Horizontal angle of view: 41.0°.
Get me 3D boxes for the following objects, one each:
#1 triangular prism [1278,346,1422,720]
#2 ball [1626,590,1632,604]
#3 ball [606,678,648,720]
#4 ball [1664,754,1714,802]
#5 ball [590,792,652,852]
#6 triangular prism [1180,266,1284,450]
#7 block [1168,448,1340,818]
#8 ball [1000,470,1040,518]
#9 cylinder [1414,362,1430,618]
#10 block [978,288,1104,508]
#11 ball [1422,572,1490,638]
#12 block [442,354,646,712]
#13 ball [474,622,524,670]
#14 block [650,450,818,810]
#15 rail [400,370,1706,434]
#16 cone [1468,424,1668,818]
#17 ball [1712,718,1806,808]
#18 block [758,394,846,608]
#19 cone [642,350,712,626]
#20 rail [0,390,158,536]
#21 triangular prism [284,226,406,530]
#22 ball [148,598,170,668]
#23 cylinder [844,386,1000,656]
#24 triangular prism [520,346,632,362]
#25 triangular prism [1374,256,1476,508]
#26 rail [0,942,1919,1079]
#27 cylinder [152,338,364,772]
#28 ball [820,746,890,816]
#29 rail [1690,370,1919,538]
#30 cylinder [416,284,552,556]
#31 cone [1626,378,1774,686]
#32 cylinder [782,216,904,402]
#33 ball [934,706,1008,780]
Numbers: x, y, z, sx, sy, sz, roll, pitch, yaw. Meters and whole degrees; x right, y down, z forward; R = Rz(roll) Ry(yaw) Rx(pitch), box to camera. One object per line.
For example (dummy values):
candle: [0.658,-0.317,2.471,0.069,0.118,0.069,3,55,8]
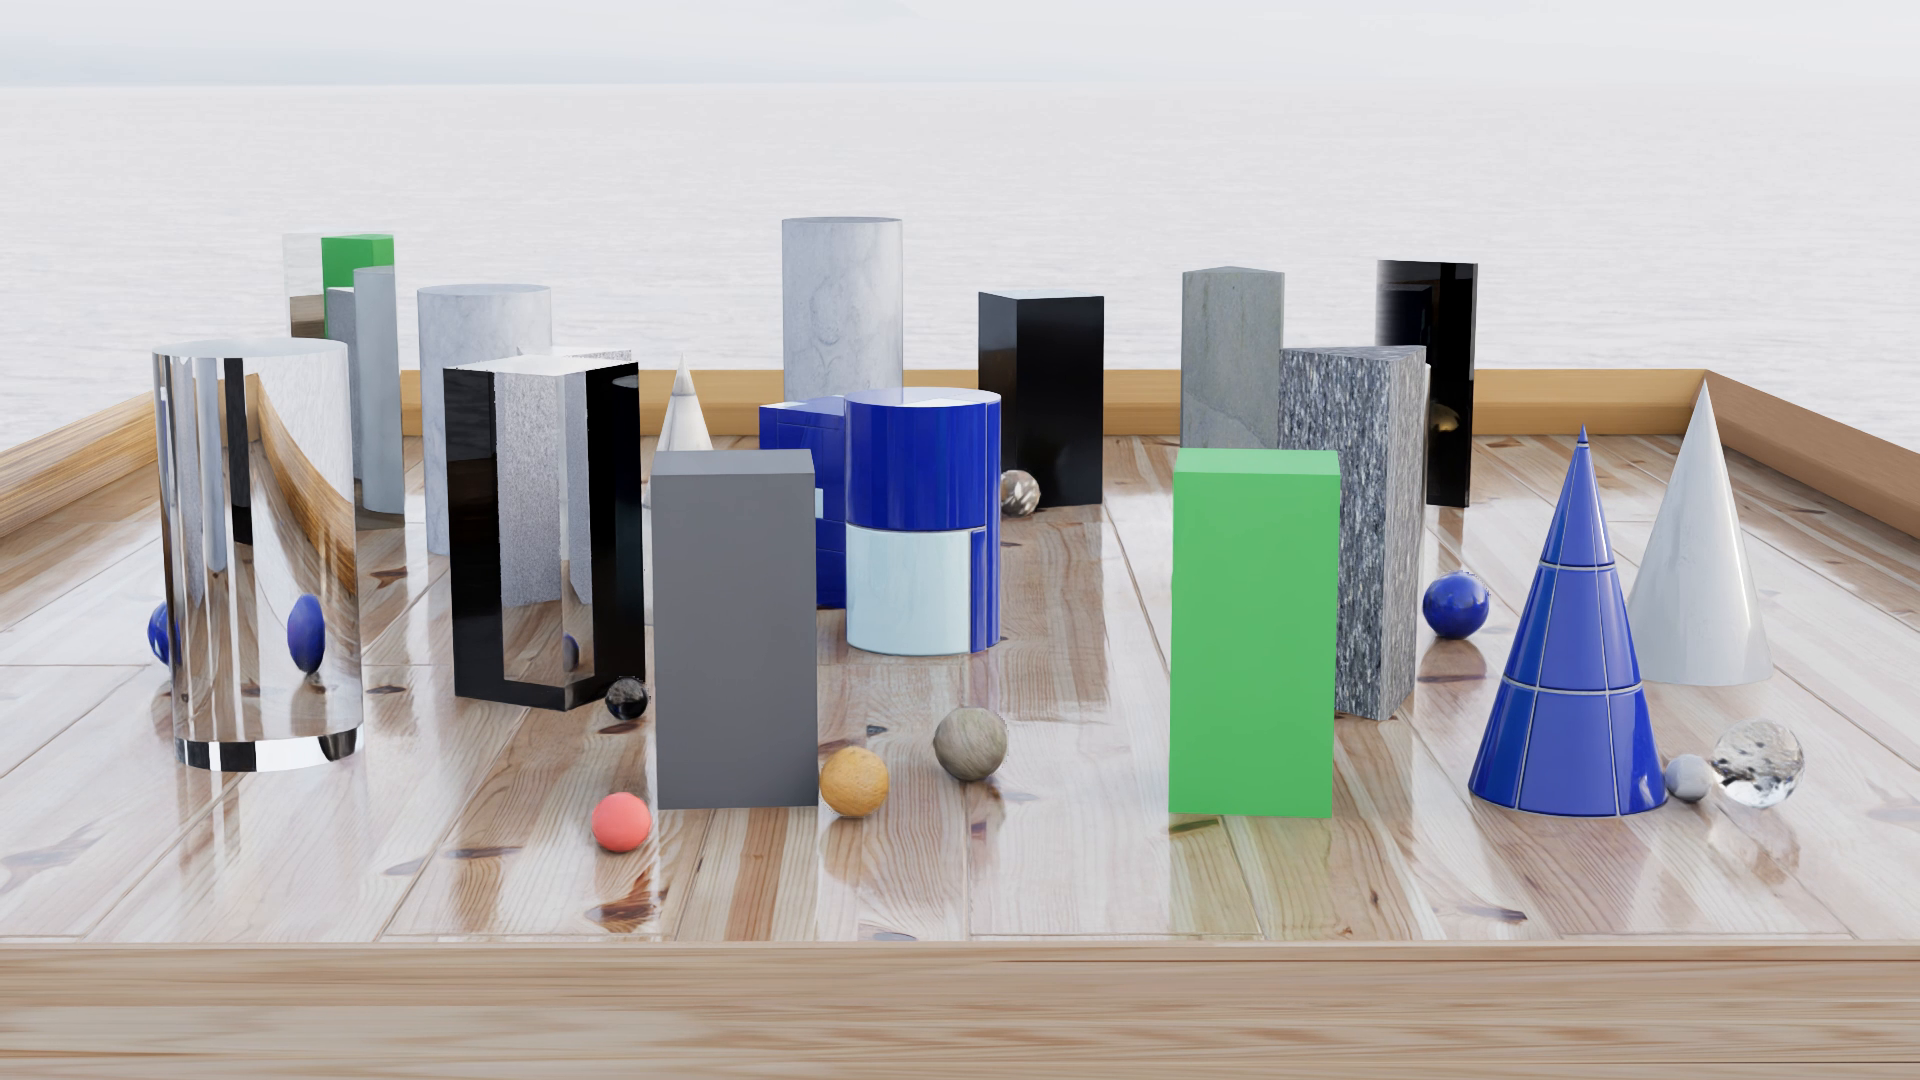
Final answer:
triangular prism: [0.480,-0.017,2.965,0.149,0.406,0.173,-9,14,-39]
ball: [0.896,0.087,3.278,0.088,0.088,0.088,0,10,0]
ball: [-0.375,0.180,2.888,0.048,0.048,0.048,0,10,0]
ball: [0.730,0.238,2.569,0.048,0.048,0.048,0,10,0]
ball: [-0.318,0.265,2.406,0.056,0.056,0.056,0,10,0]
triangular prism: [0.476,-0.290,4.530,0.173,0.375,0.149,1,10,3]
block: [0.295,0.089,2.572,0.159,0.341,0.159,1,11,7]
ball: [0.092,-0.076,4.187,0.078,0.078,0.078,0,10,0]
cylinder: [0.528,-0.071,3.458,0.199,0.332,0.199,0,10,0]
block: [0.135,-0.241,4.331,0.159,0.350,0.159,-4,11,-23]
ball: [0.638,0.085,3.300,0.085,0.085,0.085,0,10,0]
block: [-0.483,-0.013,3.001,0.159,0.386,0.159,6,12,28]
ball: [-0.563,0.129,3.132,0.059,0.059,0.059,0,10,0]
block: [-0.227,0.087,2.598,0.159,0.336,0.159,-1,11,-5]
rail: [-0.010,-0.271,5.094,2.998,0.129,0.045,0,10,0]
cone: [0.618,0.069,2.577,0.199,0.378,0.199,0,10,0]
ball: [0.793,0.221,2.549,0.089,0.089,0.089,0,10,0]
block: [-0.165,-0.056,3.568,0.159,0.264,0.159,8,13,38]
cone: [-0.368,-0.078,3.435,0.199,0.355,0.199,0,10,0]
rail: [-1.476,0.035,3.440,0.045,0.129,3.394,0,10,0]
triangular prism: [-0.995,-0.258,4.090,0.173,0.472,0.149,-5,12,-25]
ball: [-0.936,0.111,3.118,0.098,0.098,0.098,0,10,0]
cylinder: [-0.048,-0.027,3.270,0.199,0.314,0.199,0,10,0]
triangular prism: [-0.576,-0.104,3.634,0.173,0.333,0.149,-10,14,-43]
triangular prism: [0.808,-0.274,4.350,0.173,0.407,0.149,6,12,29]
rail: [0.010,0.338,1.803,2.998,0.129,0.045,0,10,0]
cylinder: [-0.747,0.011,2.738,0.199,0.434,0.199,0,10,0]
ball: [-0.104,0.237,2.519,0.069,0.069,0.069,0,10,0]
rail: [1.476,0.032,3.457,0.045,0.129,3.394,0,10,0]
cylinder: [-0.719,-0.186,3.910,0.199,0.394,0.199,0,10,0]
cone: [0.896,-0.019,3.117,0.199,0.356,0.199,0,10,0]
cylinder: [-0.195,-0.295,4.279,0.199,0.475,0.199,0,10,0]
ball: [0.011,0.210,2.646,0.077,0.077,0.077,0,10,0]
